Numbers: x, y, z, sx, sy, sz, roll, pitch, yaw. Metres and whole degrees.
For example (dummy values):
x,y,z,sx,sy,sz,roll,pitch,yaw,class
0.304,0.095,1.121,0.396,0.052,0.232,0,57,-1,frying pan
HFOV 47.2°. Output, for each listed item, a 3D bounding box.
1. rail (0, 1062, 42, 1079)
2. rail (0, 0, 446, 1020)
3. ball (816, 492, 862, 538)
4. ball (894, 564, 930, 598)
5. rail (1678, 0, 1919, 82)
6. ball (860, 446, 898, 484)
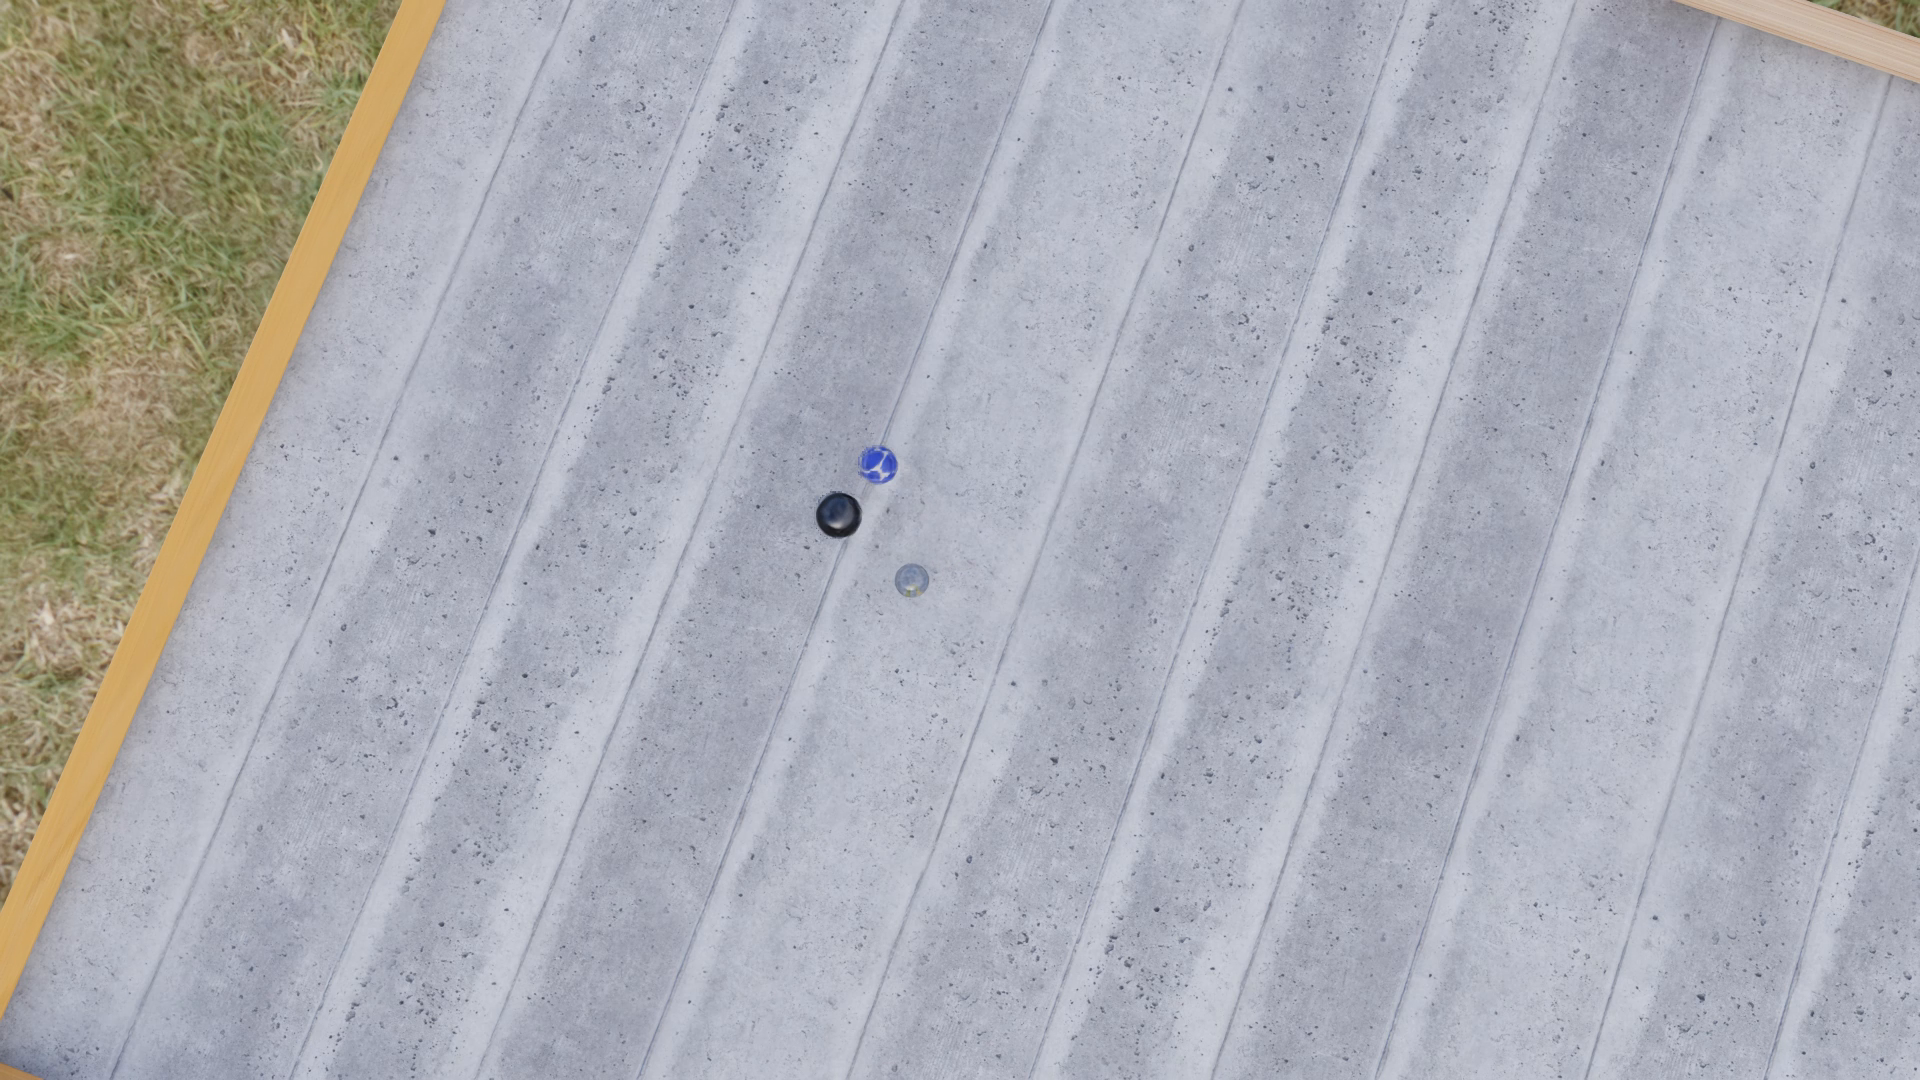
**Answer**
x,y,z,sx,sy,sz,roll,pitch,yaw,class
0.610,1.485,3.002,4.377,0.090,0.045,20,80,4,rail
-1.005,-0.366,3.346,0.045,0.090,2.467,20,80,4,rail
-0.181,-0.036,3.296,0.069,0.069,0.069,0,79,0,ball
-0.072,0.061,3.287,0.052,0.052,0.052,0,79,0,ball
1.444,-0.748,3.417,4.377,0.090,0.045,20,80,4,rail
-0.122,-0.112,3.316,0.057,0.057,0.057,0,79,0,ball
